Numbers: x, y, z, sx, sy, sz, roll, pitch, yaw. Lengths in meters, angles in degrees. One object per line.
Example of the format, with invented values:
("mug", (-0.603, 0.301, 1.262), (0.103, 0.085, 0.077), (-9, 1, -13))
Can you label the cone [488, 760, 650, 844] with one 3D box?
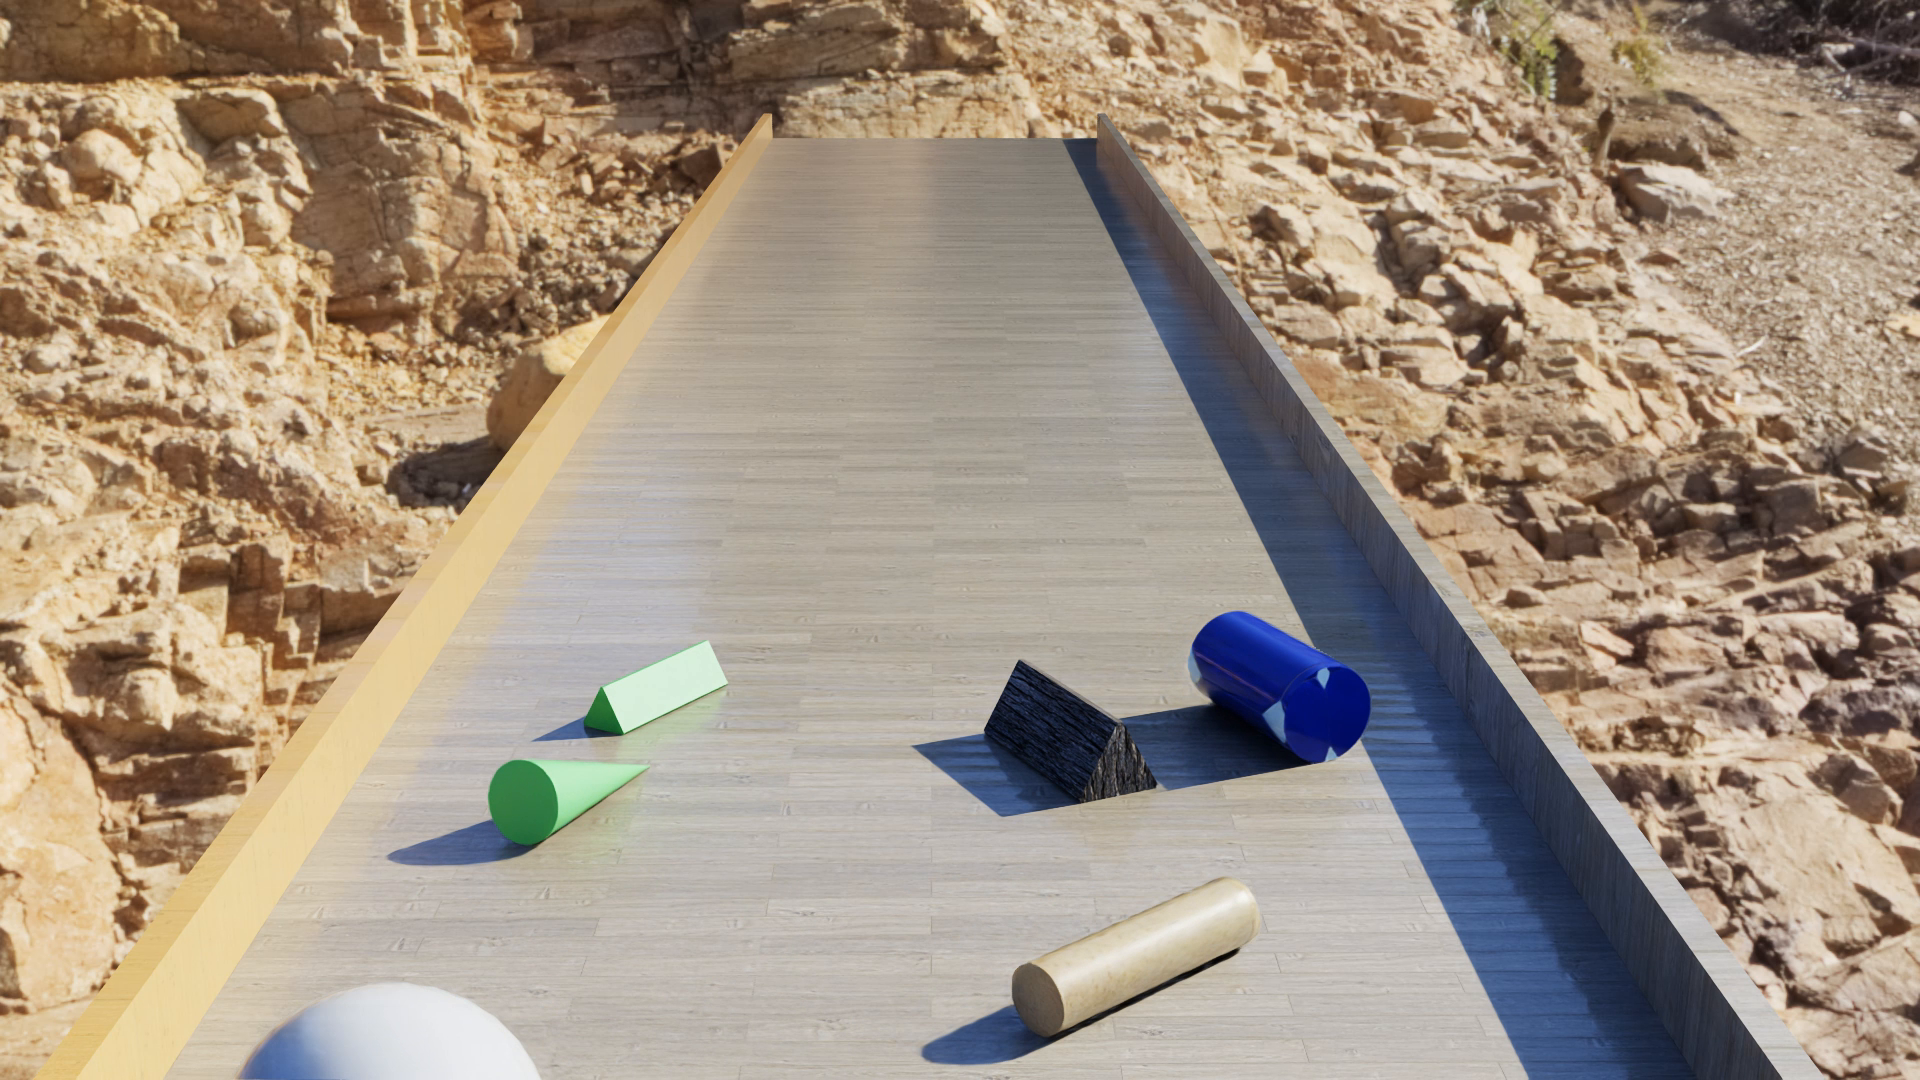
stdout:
("cone", (-0.626, 0.412, 3.721), (0.140, 0.140, 0.366), (8, 8, 25))

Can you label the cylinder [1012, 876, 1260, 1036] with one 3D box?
("cylinder", (0.252, 0.581, 3.092), (0.402, 0.102, 0.102), (-15, 22, -40))

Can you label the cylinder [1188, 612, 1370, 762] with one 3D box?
("cylinder", (0.579, 0.264, 4.024), (0.179, 0.179, 0.337), (-7, 18, -23))

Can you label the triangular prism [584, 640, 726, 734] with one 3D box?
("triangular prism", (-0.574, 0.271, 4.161), (0.096, 0.083, 0.309), (10, 19, 30))

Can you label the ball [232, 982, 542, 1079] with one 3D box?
("ball", (-0.621, 0.661, 2.373), (0.360, 0.360, 0.360), (0, 17, 0))

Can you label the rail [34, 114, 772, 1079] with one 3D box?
("rail", (-1.118, -0.838, 7.780), (0.050, 0.150, 12.000), (0, 17, -1))

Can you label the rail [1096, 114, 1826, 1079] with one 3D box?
("rail", (0.932, -0.844, 7.801), (0.050, 0.150, 12.000), (0, 17, -1))
